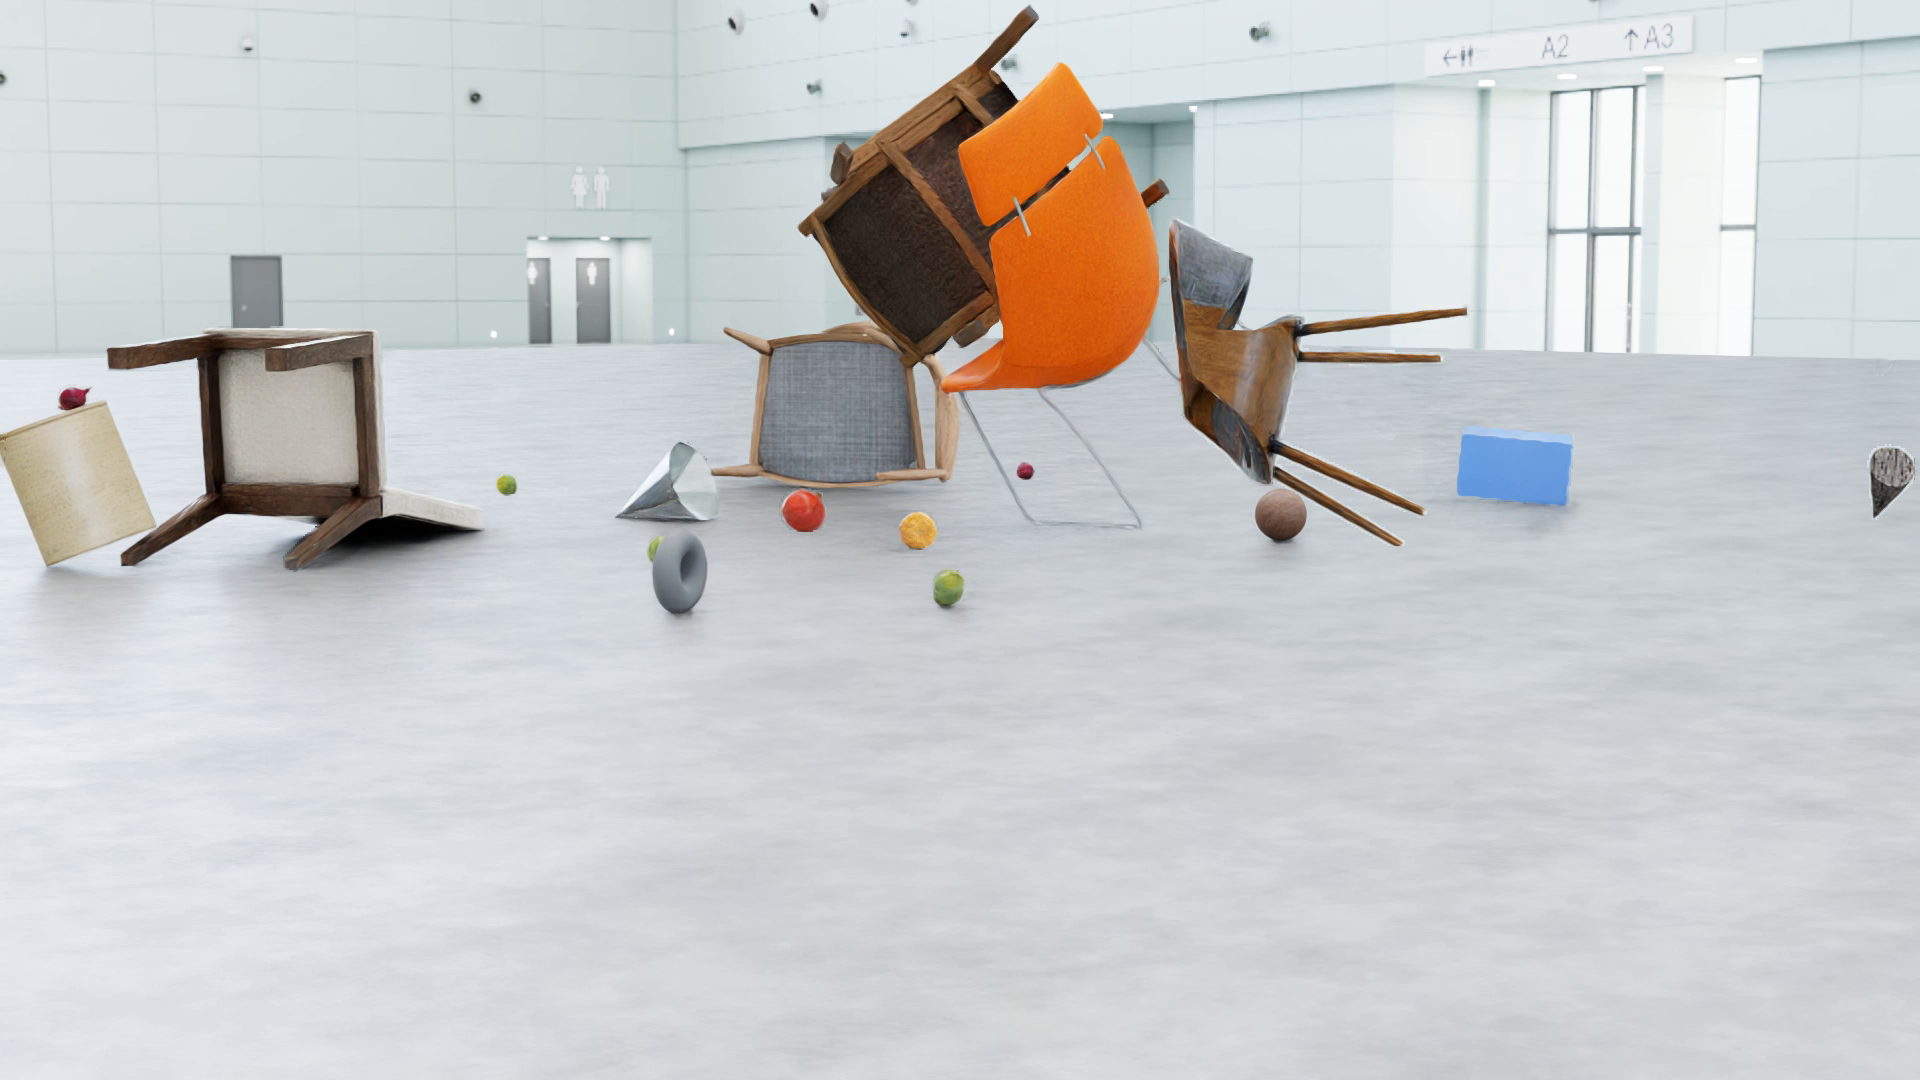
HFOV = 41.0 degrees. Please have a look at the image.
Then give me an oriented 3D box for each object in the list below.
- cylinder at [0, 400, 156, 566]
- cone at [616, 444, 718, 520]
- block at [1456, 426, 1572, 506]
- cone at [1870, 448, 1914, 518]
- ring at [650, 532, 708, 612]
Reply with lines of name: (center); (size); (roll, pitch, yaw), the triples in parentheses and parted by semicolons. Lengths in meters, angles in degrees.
cylinder: (-2.011, -0.130, 5.839); (0.259, 0.311, 0.148); (-23, 6, -24)
cone: (-0.832, -0.109, 6.967); (0.254, 0.223, 0.290); (-23, 10, 17)
block: (1.614, -0.218, 7.467); (0.311, 0.179, 0.189); (6, 11, 12)
cone: (2.127, -0.108, 5.912); (0.100, 0.135, 0.267); (18, 27, 16)
ring: (-0.550, 0.062, 5.033); (0.063, 0.168, 0.120); (-19, -38, 41)
